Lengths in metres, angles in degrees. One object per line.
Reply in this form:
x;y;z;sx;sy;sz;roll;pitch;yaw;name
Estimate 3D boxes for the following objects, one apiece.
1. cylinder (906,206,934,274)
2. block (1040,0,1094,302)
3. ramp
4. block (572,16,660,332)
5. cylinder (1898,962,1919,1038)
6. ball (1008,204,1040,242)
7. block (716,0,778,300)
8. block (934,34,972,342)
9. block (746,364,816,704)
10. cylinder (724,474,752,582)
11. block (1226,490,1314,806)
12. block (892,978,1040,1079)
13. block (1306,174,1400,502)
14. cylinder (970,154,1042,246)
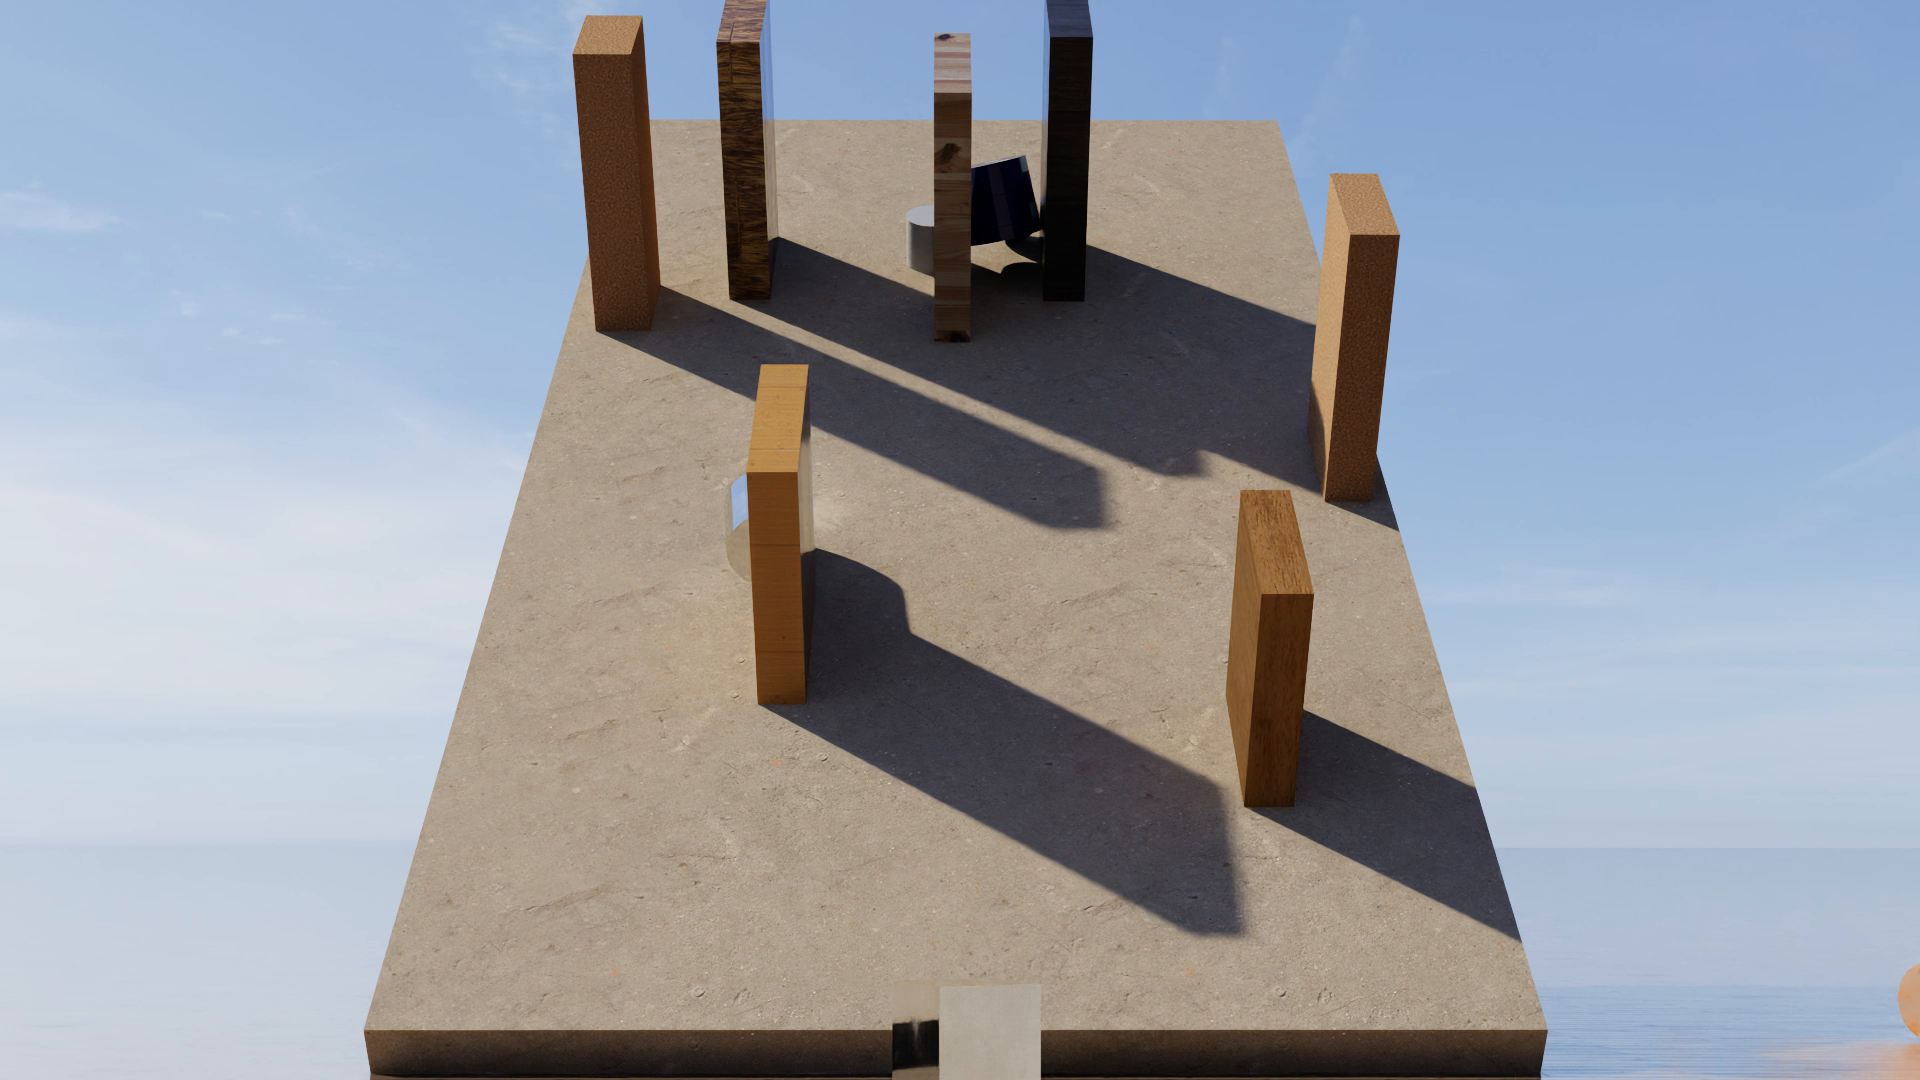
-0.077;-0.816;6.627;0.138;0.138;0.138;0;32;0;cylinder
0.275;-1.039;6.428;0.108;0.730;0.375;0;32;0;block
-0.015;-0.190;5.850;2.000;0.100;4.000;0;32;0;ramp
-0.869;-0.928;6.224;0.141;0.749;0.271;0;32;0;block
1.988;0.917;4.871;0.158;0.158;0.158;4;-8;-30;cylinder
0.148;-0.896;6.751;0.145;0.145;0.145;0;-7;0;ball
-0.555;-1.042;6.445;0.108;0.711;0.392;0;32;0;block
-0.019;-0.900;6.255;0.092;0.677;0.406;0;32;0;block
-0.358;-0.014;4.961;0.097;0.541;0.435;0;32;0;block
-0.417;-0.028;5.318;0.186;0.186;0.186;1;32;-8;cylinder
0.587;0.205;4.671;0.095;0.483;0.365;0;32;0;block
0.009;0.781;3.831;0.174;0.174;0.174;3;-8;-26;block
0.888;-0.458;5.559;0.107;0.669;0.327;0;32;0;block
0.098;-0.913;6.574;0.204;0.204;0.204;-12;11;2;cylinder
